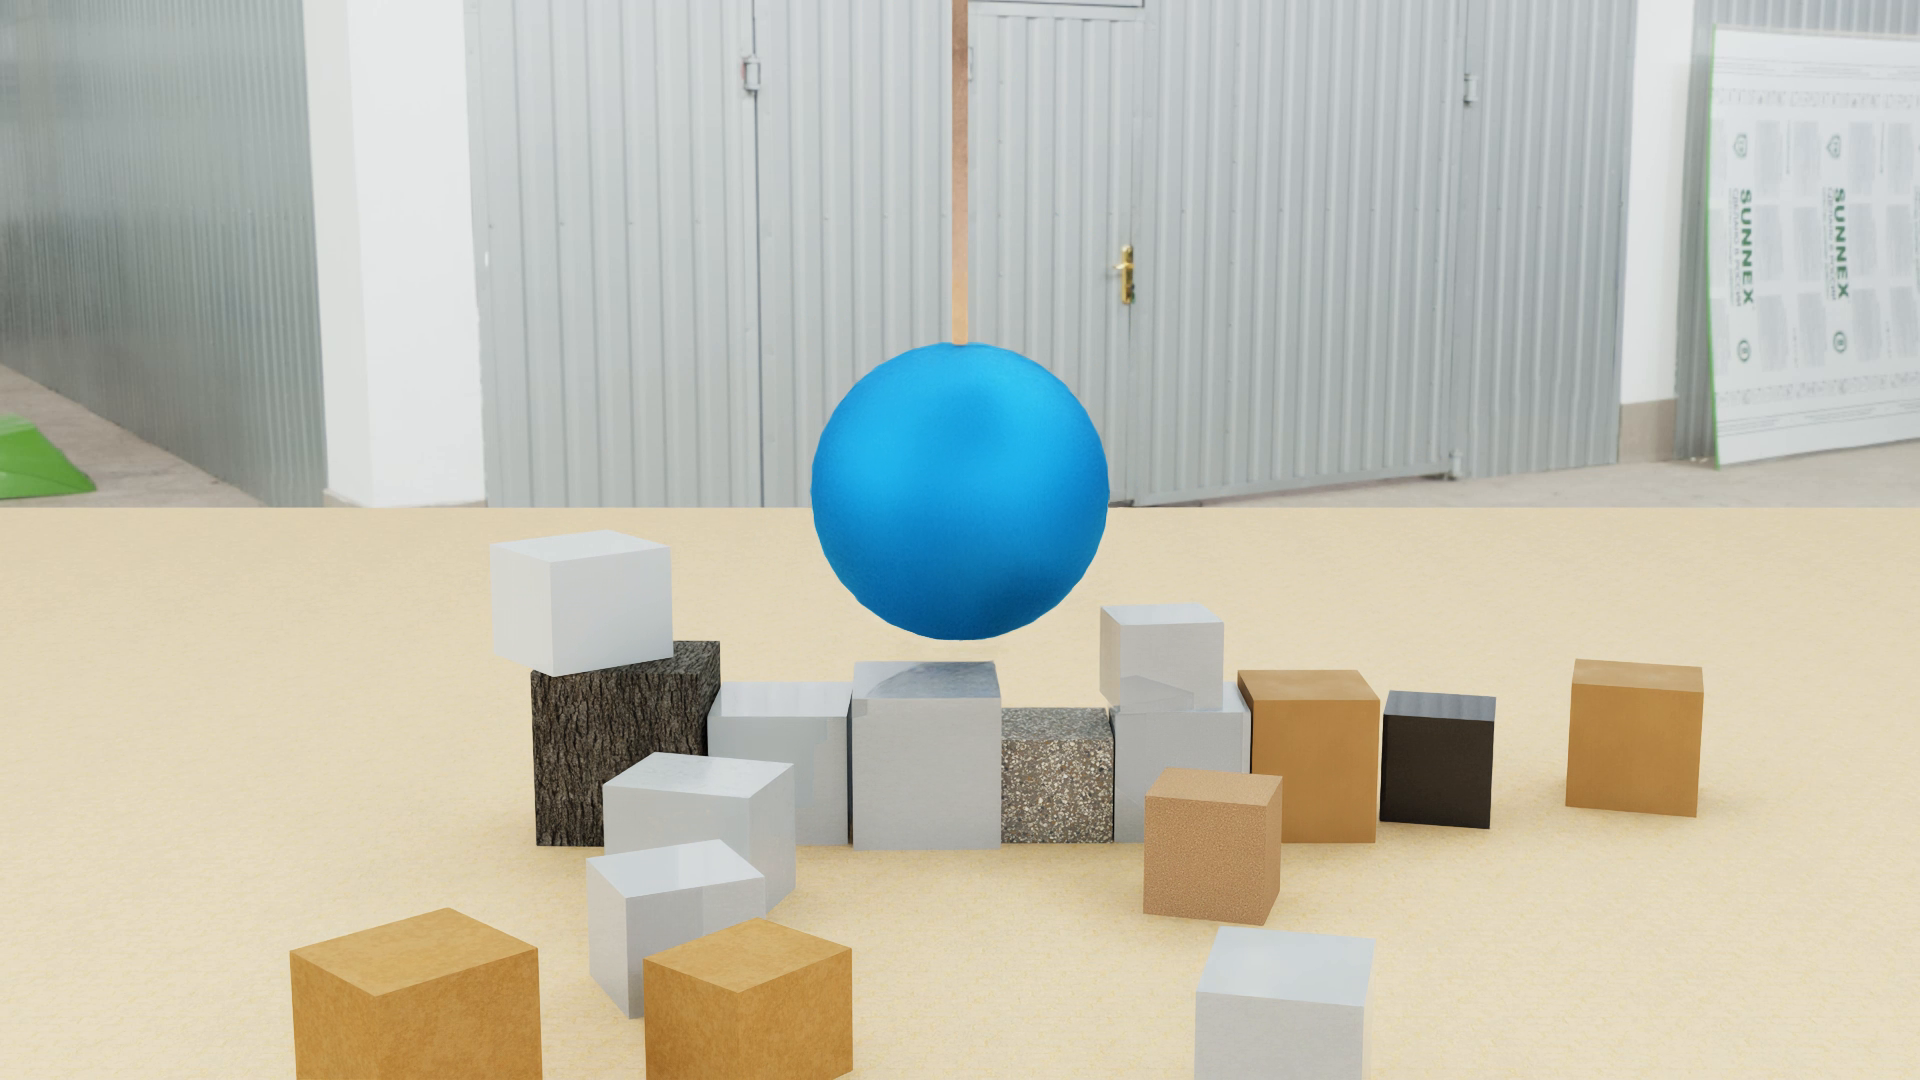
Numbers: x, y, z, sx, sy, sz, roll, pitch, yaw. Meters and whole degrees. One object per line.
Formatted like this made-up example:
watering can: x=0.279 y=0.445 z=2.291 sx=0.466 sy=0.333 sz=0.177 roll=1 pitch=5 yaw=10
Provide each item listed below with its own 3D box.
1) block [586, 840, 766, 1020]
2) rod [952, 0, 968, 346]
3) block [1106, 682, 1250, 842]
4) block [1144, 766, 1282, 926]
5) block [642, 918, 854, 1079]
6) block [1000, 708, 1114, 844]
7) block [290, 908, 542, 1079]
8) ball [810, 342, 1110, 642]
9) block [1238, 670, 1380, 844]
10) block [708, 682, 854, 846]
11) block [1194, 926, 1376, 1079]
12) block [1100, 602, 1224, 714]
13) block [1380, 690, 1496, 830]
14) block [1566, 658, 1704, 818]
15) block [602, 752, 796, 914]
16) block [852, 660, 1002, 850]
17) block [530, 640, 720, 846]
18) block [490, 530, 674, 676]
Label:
block: x=-1.192 y=1.619 z=9.220 sx=0.596 sy=0.515 sz=0.550 roll=-5 pitch=11 yaw=-26
rod: x=0.000 y=-3.525 z=10.811 sx=0.080 sy=5.200 sz=0.080 roll=0 pitch=16 yaw=0
block: x=1.119 y=1.141 z=11.388 sx=0.677 sy=0.680 sz=0.644 roll=0 pitch=10 yaw=0
block: x=1.178 y=1.414 z=10.213 sx=0.555 sy=0.564 sz=0.489 roll=3 pitch=11 yaw=16
block: x=-0.797 y=1.796 z=8.313 sx=0.516 sy=0.492 sz=0.589 roll=9 pitch=14 yaw=40
block: x=0.487 y=1.211 z=11.393 sx=0.567 sy=0.540 sz=0.642 roll=0 pitch=10 yaw=0
block: x=-1.975 y=1.786 z=8.005 sx=0.657 sy=0.622 sz=0.605 roll=-10 pitch=14 yaw=-44
ball: x=0.000 y=-0.260 z=11.759 sx=1.600 sy=1.600 sz=1.600 roll=0 pitch=10 yaw=0
block: x=1.784 y=1.110 z=11.372 sx=0.633 sy=0.746 sz=0.637 roll=0 pitch=10 yaw=0
block: x=-0.913 y=1.146 z=11.392 sx=0.696 sy=0.669 sz=0.716 roll=0 pitch=10 yaw=0
block: x=1.195 y=1.814 z=8.046 sx=0.585 sy=0.552 sz=0.677 roll=3 pitch=11 yaw=14
block: x=1.022 y=0.598 z=11.210 sx=0.529 sy=0.453 sz=0.472 roll=-2 pitch=10 yaw=-9
block: x=2.528 y=1.152 z=11.618 sx=0.562 sy=0.576 sz=0.528 roll=3 pitch=11 yaw=14
block: x=3.637 y=1.057 z=11.860 sx=0.665 sy=0.677 sz=0.589 roll=3 pitch=11 yaw=17
block: x=-1.204 y=1.385 z=10.240 sx=0.714 sy=0.611 sz=0.573 roll=3 pitch=11 yaw=16
block: x=-0.176 y=1.098 z=11.337 sx=0.740 sy=0.783 sz=0.789 roll=0 pitch=10 yaw=-2
block: x=-1.701 y=1.037 z=11.350 sx=0.839 sy=0.898 sz=0.742 roll=0 pitch=10 yaw=2
block: x=-1.934 y=0.309 z=11.239 sx=0.686 sy=0.575 sz=0.640 roll=-8 pitch=13 yaw=-38
